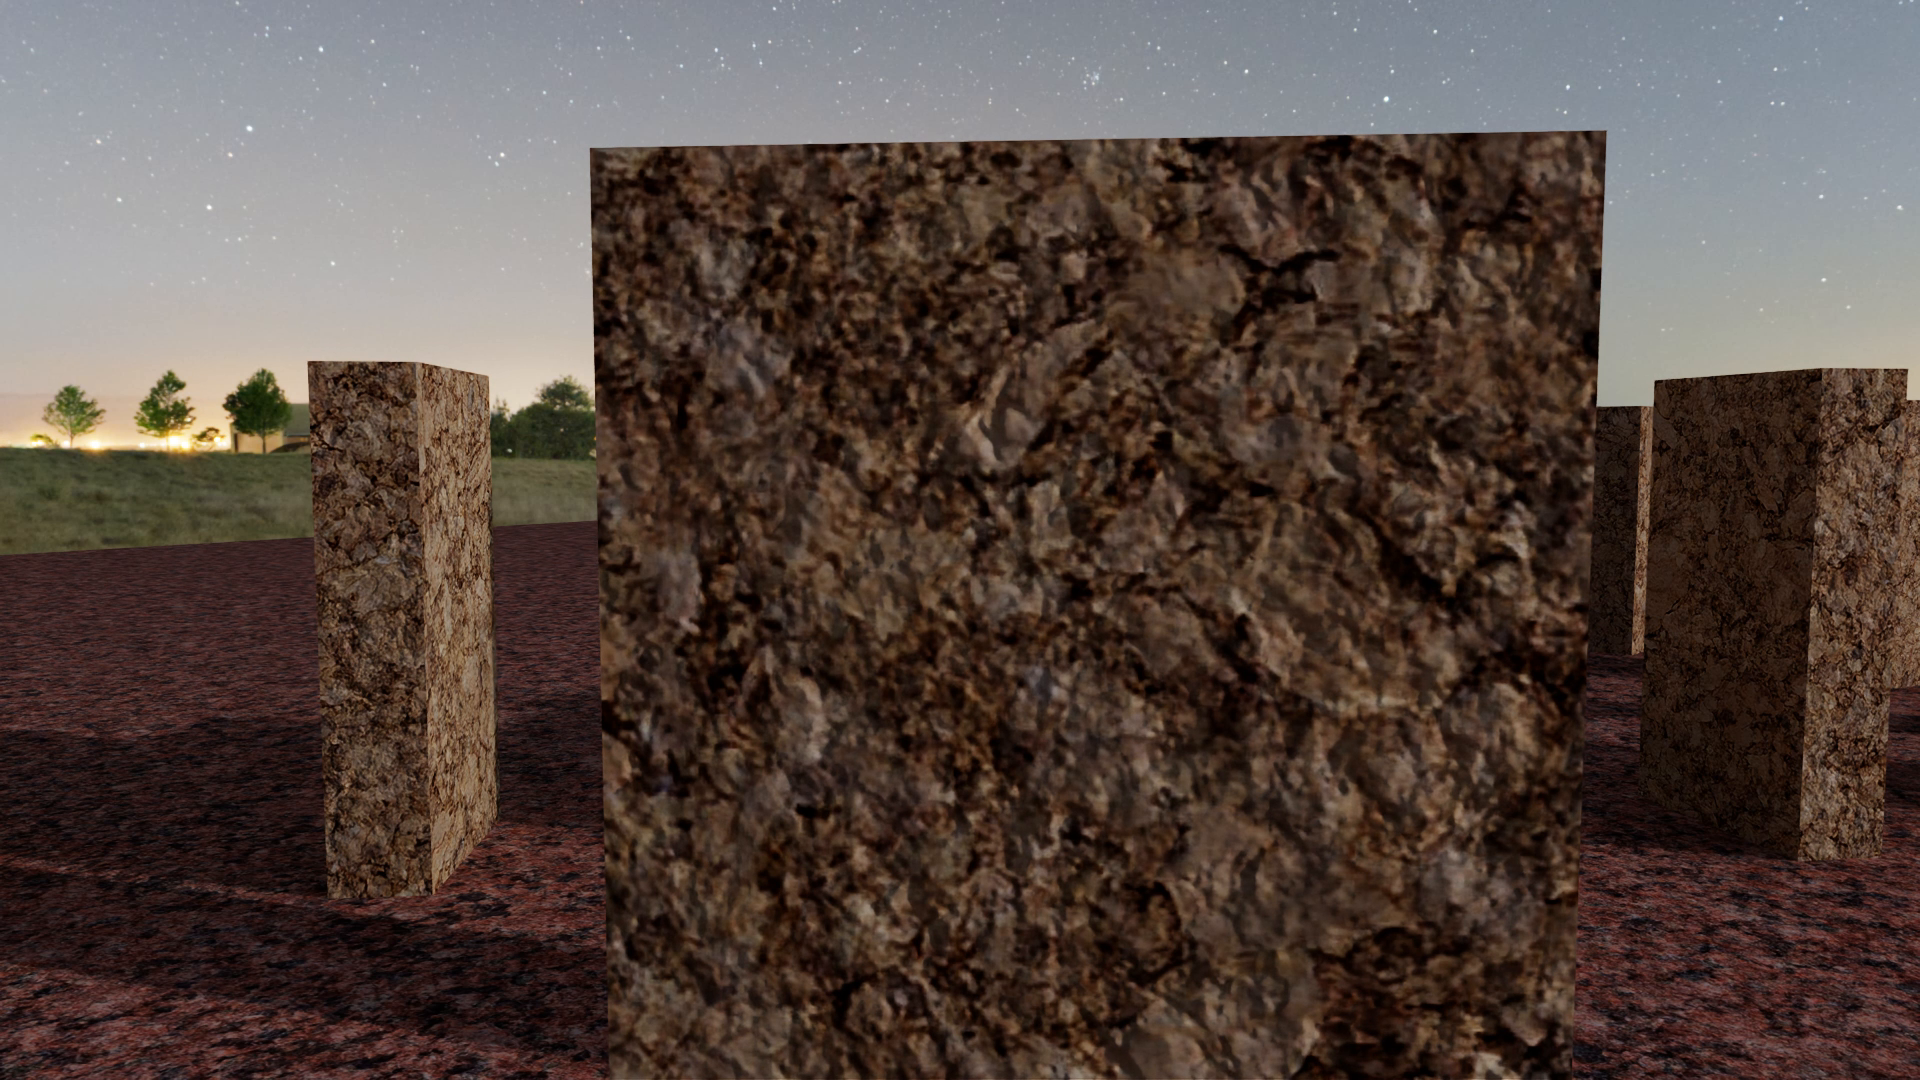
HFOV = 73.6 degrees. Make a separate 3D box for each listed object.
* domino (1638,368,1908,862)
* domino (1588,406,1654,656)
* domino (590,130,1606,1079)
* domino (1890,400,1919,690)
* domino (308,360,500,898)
[{"bbox_3d":[0.089,0.007,0.142,0.009,0.050,0.025,-1,4,-7],"label":"domino"},{"bbox_3d":[0.141,-0.003,0.268,0.025,0.050,0.009,-4,6,-44],"label":"domino"},{"bbox_3d":[0.003,0.015,0.038,0.025,0.050,0.010,0,4,4],"label":"domino"},{"bbox_3d":[0.168,0.000,0.229,0.025,0.050,0.009,-2,5,-24],"label":"domino"},{"bbox_3d":[-0.056,0.008,0.131,0.010,0.050,0.025,0,4,-6],"label":"domino"}]
